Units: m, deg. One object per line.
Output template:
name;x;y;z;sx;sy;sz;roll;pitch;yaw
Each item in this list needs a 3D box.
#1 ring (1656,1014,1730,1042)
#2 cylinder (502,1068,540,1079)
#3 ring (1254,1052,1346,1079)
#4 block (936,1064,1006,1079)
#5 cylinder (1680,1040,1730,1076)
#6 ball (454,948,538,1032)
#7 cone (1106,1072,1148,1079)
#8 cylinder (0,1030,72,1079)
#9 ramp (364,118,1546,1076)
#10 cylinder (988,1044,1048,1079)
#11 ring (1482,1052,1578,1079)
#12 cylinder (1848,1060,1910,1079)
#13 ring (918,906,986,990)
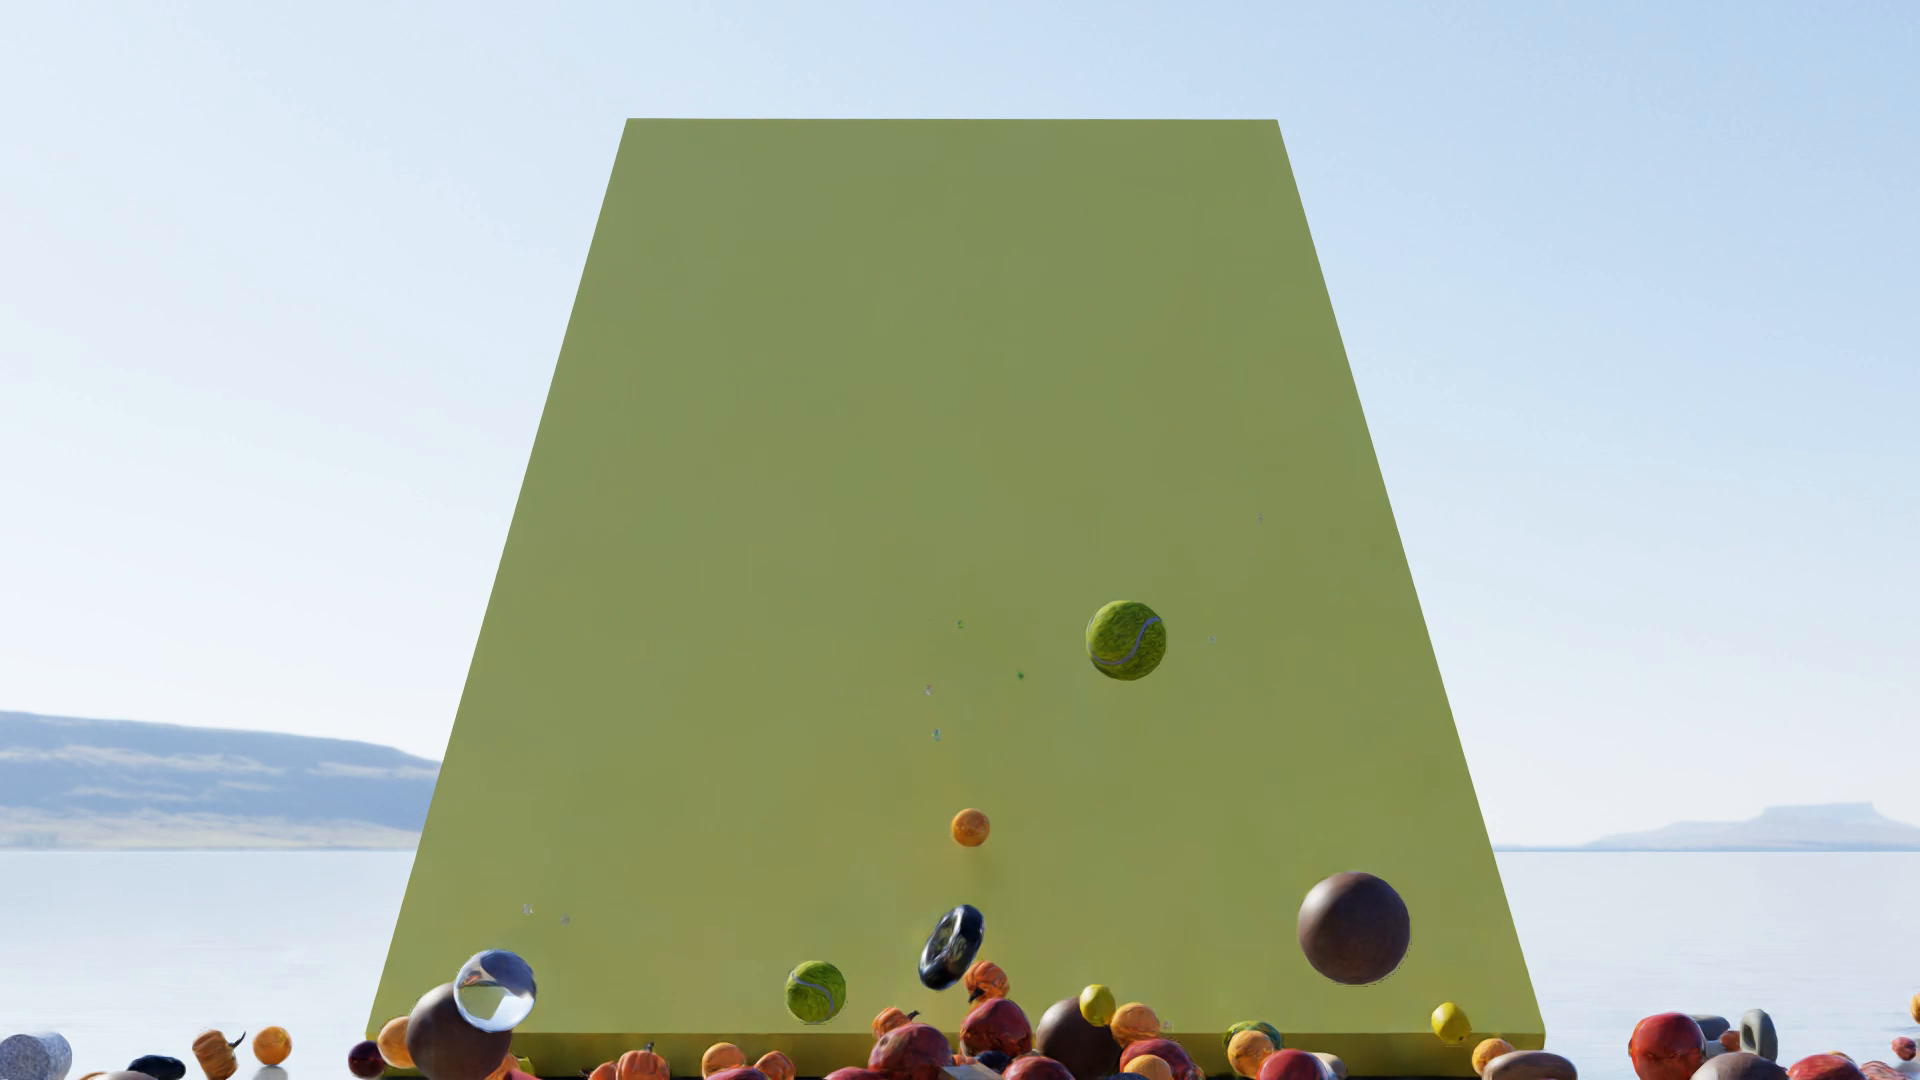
ring;1.491;0.993;4.979;0.146;0.049;0.146;-1;-7;0
cylinder;-0.537;0.722;3.072;0.089;0.089;0.089;19;-3;12
ring;0.546;0.859;3.938;0.149;0.050;0.149;-6;-4;0
block;0.019;0.738;3.175;0.082;0.082;0.082;24;10;40
cylinder;1.279;0.892;4.210;0.059;0.059;0.059;3;-8;-22
ball;-0.564;0.548;2.976;0.100;0.100;0.100;0;-7;0
cone;0.233;0.789;3.331;0.098;0.098;0.098;-2;-34;12
cylinder;-1.497;0.842;3.952;0.094;0.094;0.094;0;-7;2
ramp;-0.015;-0.188;5.863;2.000;0.100;4.000;0;32;0
cylinder;0.087;0.803;3.720;0.065;0.065;0.065;-6;-24;42
ring;0.868;0.817;3.727;0.144;0.048;0.144;2;-30;1
cylinder;1.208;0.735;3.179;0.085;0.085;0.085;4;15;-26
ring;-0.011;0.532;3.198;0.041;0.122;0.122;33;-16;-13
